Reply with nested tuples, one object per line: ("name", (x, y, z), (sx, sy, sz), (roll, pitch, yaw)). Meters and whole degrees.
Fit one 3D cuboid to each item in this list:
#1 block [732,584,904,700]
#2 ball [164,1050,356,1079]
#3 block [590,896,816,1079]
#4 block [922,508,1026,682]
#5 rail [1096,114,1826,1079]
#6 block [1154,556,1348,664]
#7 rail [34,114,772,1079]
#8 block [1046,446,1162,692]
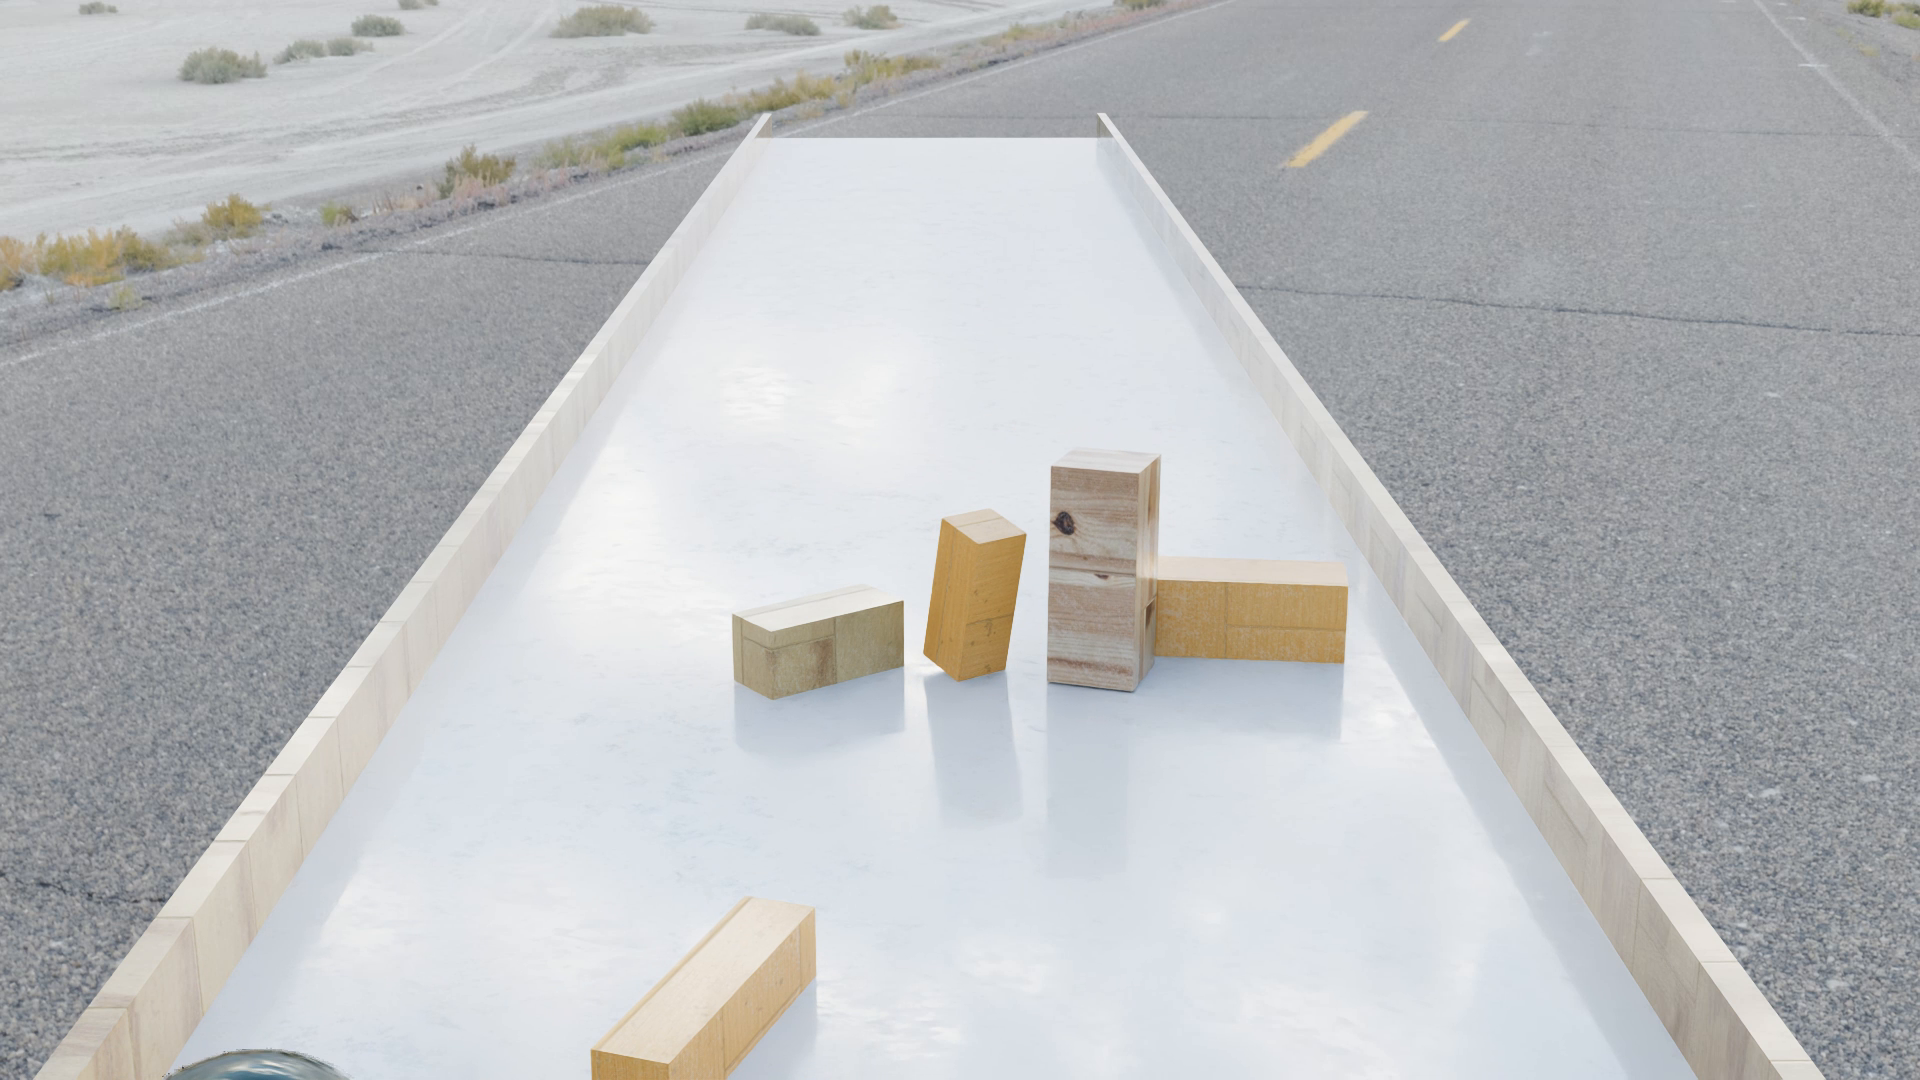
("block", (-0.277, 0.197, 4.323), (0.313, 0.138, 0.138), (-12, 21, -36))
("ball", (-0.737, 0.701, 2.285), (0.334, 0.334, 0.334), (0, 17, 0))
("block", (-0.332, 0.626, 2.932), (0.108, 0.108, 0.458), (6, 17, 19))
("block", (0.027, 0.107, 4.303), (0.118, 0.303, 0.118), (-12, 33, -35))
("rail", (0.932, -0.844, 7.801), (0.050, 0.150, 12.000), (0, 17, -1))
("block", (0.566, 0.139, 4.474), (0.427, 0.163, 0.163), (2, 17, 6))
("rail", (-1.118, -0.838, 7.780), (0.050, 0.150, 12.000), (0, 17, -1))
("block", (0.280, 0.054, 4.281), (0.173, 0.432, 0.173), (6, 16, 18))
